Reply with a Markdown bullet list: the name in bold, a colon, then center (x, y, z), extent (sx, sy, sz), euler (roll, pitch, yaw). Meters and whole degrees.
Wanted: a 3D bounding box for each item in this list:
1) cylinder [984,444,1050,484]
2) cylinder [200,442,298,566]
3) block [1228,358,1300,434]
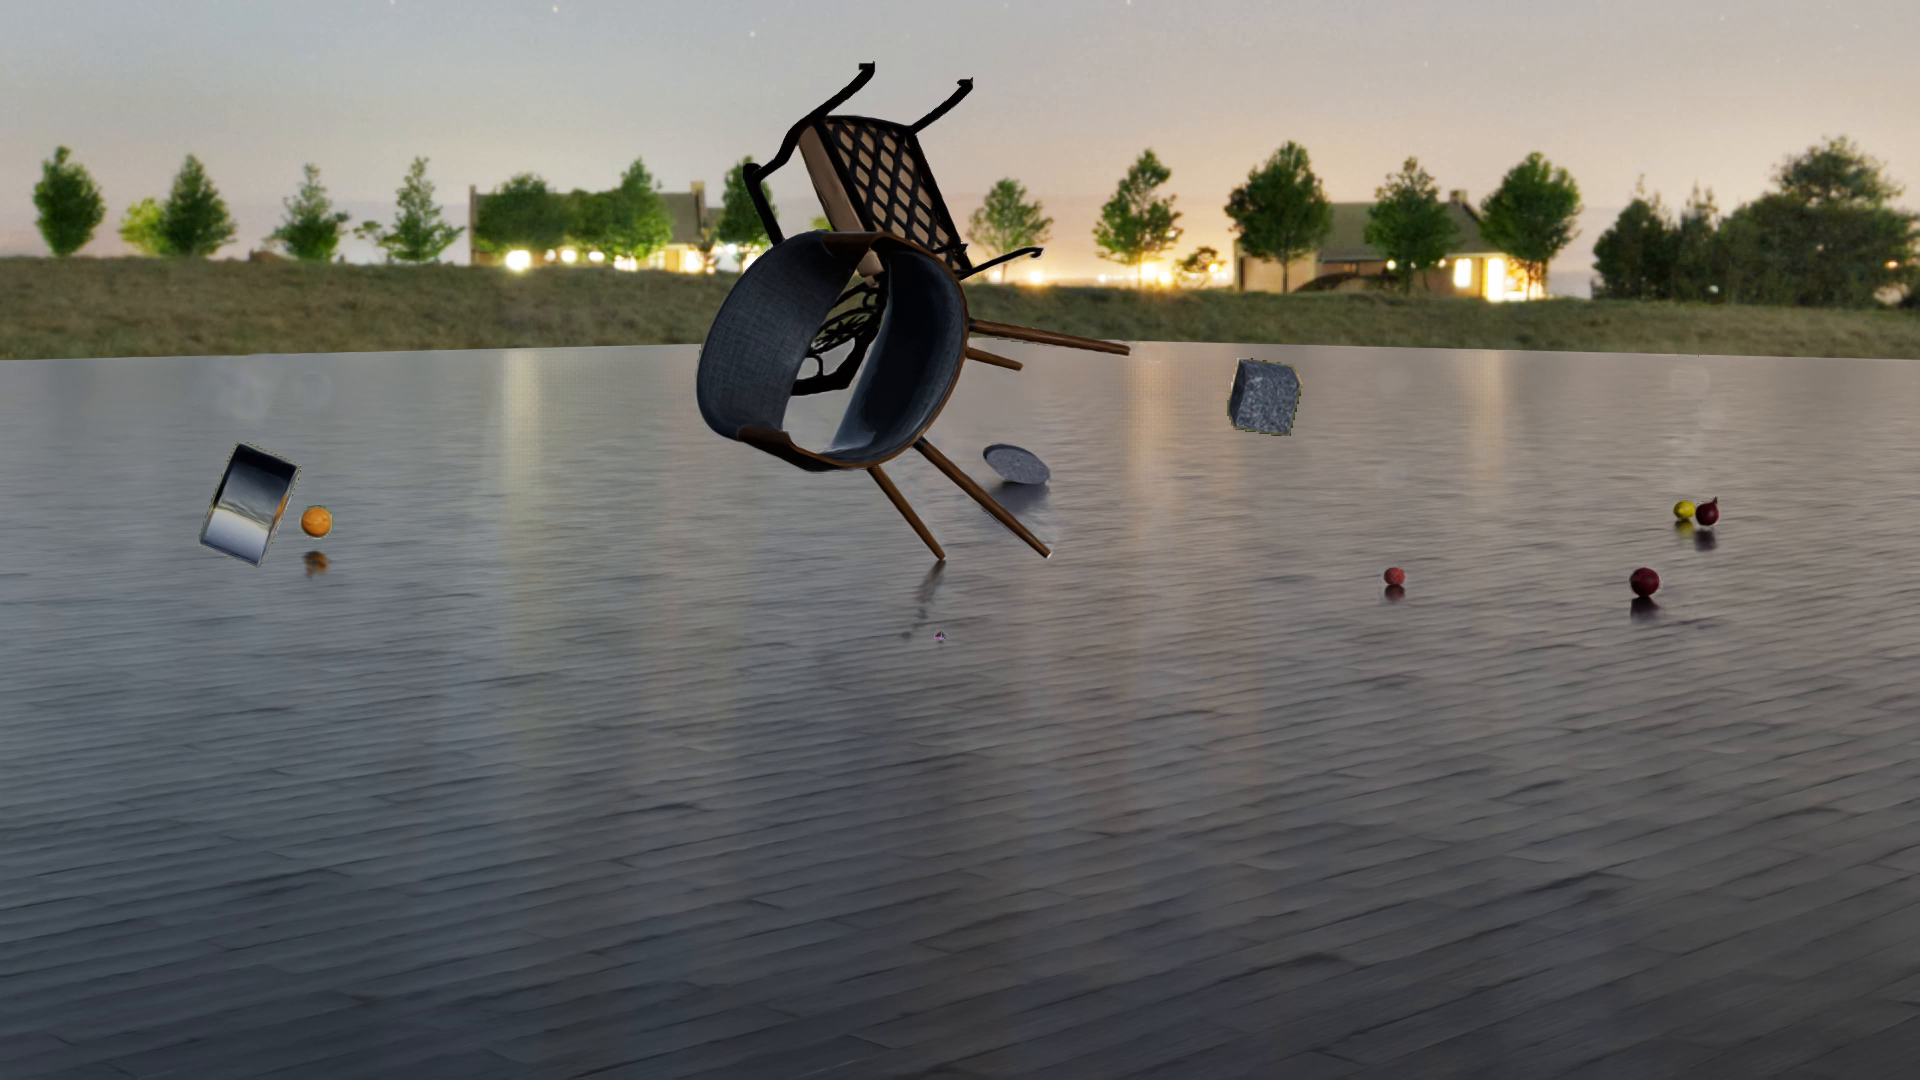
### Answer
- **cylinder**: center (0.181, -0.245, 8.237), extent (0.210, 0.096, 0.226), euler (18, 5, -4)
- **cylinder**: center (-1.591, -0.080, 5.745), extent (0.135, 0.256, 0.160), euler (23, 20, -10)
- **block**: center (0.943, -0.445, 7.962), extent (0.167, 0.170, 0.151), euler (8, 24, -7)
